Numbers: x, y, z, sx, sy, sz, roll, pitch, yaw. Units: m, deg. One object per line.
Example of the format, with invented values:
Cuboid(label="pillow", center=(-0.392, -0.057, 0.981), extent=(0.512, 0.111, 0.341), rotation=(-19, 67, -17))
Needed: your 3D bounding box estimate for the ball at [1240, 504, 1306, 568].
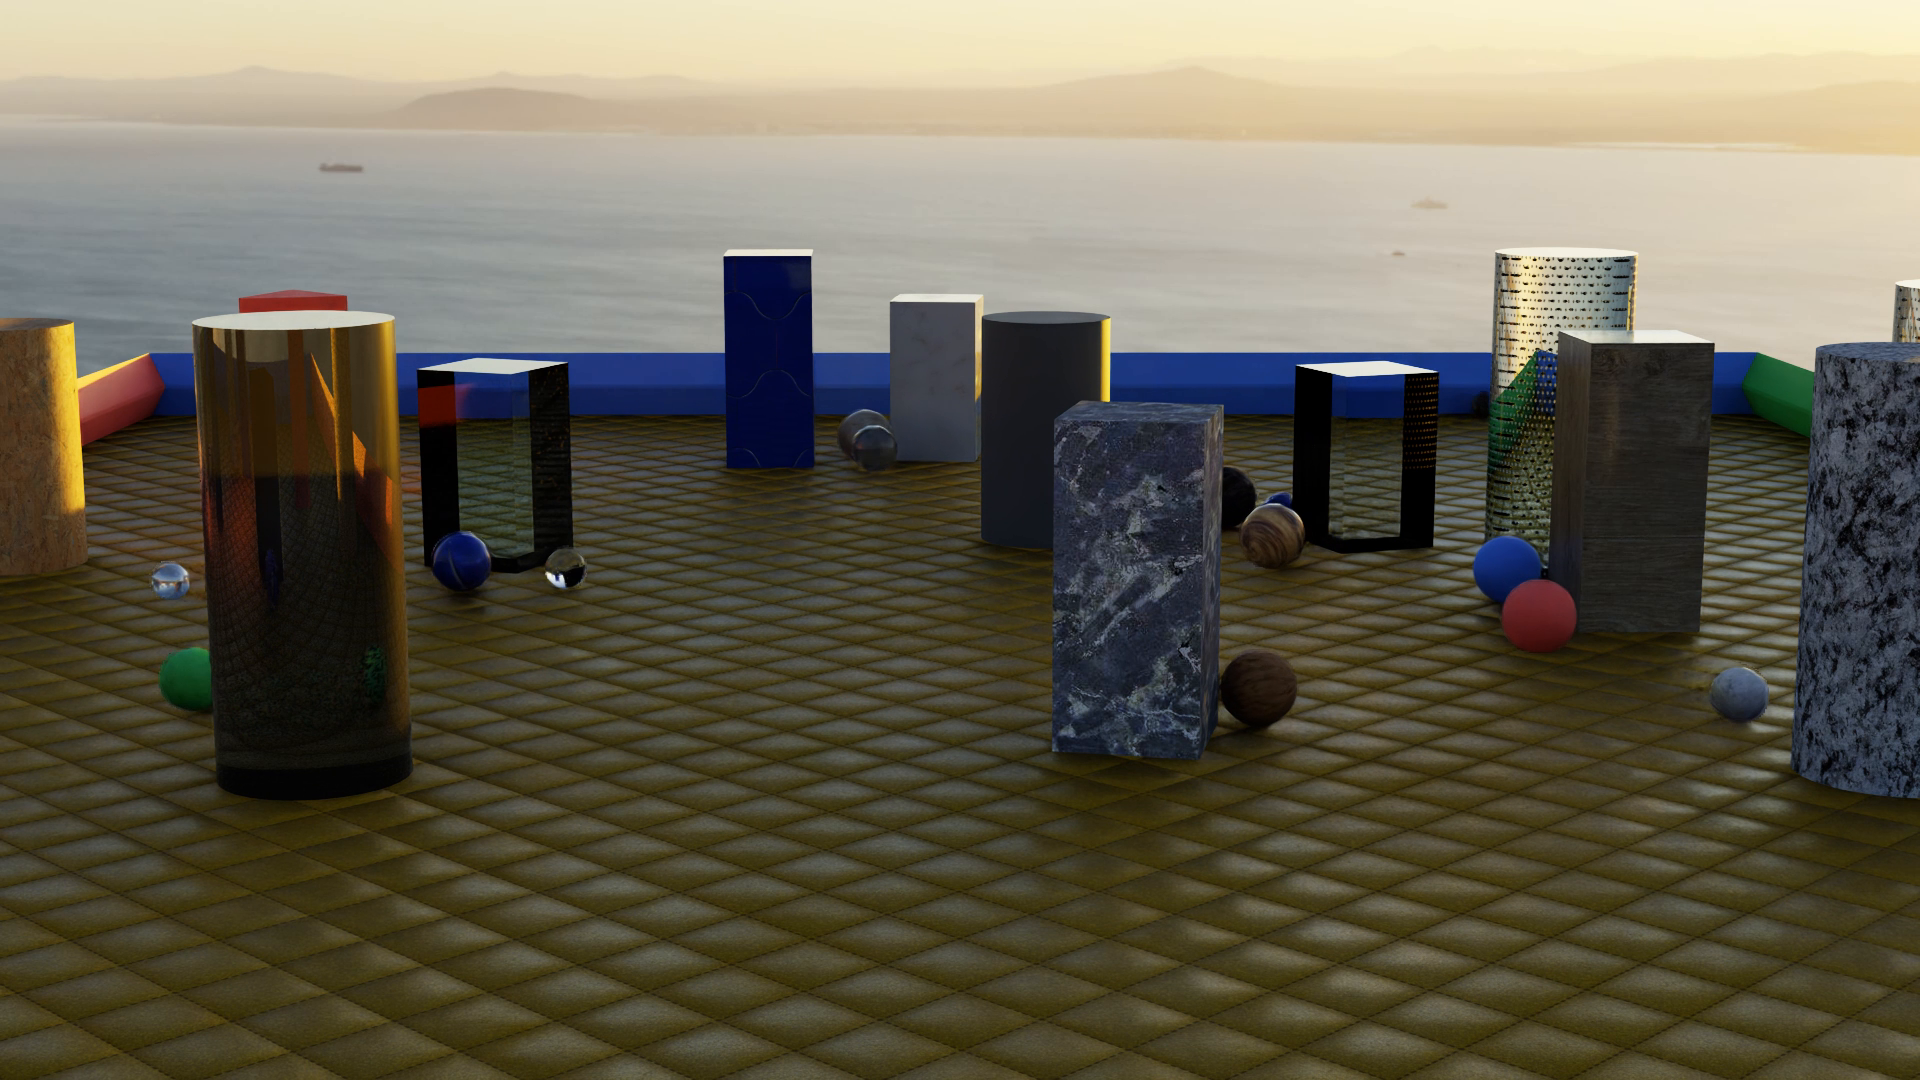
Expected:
Cuboid(label="ball", center=(0.459, -0.006, 3.761), extent=(0.095, 0.095, 0.095), rotation=(0, 10, 0))

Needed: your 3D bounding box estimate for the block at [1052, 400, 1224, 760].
Cuboid(label="block", center=(0.194, 0.039, 2.786), extent=(0.159, 0.360, 0.159), rotation=(2, 11, 13))

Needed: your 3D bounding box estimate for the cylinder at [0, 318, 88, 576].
Cuboid(label="cylinder", center=(-1.398, -0.140, 3.774), extent=(0.199, 0.354, 0.199), rotation=(0, 10, 0))

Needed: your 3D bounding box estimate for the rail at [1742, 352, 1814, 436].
Cuboid(label="rail", center=(1.672, 0.031, 3.458), extent=(0.045, 0.129, 3.995), rotation=(0, 10, 0))

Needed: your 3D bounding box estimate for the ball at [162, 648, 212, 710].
Cuboid(label="ball", center=(-0.875, 0.159, 2.931), extent=(0.072, 0.072, 0.072), rotation=(0, 10, 0))

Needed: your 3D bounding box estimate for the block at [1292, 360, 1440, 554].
Cuboid(label="block", center=(0.622, -0.130, 3.951), extent=(0.159, 0.269, 0.159), rotation=(-4, 11, -21))

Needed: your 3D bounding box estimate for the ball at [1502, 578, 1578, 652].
Cuboid(label="ball", center=(0.728, 0.095, 3.223), extent=(0.092, 0.092, 0.092), rotation=(0, 10, 0))

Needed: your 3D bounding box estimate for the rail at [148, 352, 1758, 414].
Cuboid(label="rail", center=(-0.011, -0.326, 5.390), extent=(3.391, 0.129, 0.045), rotation=(0, 10, 0))

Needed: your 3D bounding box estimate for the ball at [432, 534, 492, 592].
Cuboid(label="ball", center=(-0.697, 0.032, 3.592), extent=(0.082, 0.082, 0.082), rotation=(0, 10, 0))

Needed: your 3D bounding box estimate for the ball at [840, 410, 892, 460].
Cuboid(label="ball", center=(-0.174, -0.191, 4.749), extent=(0.099, 0.099, 0.099), rotation=(0, 10, 0))

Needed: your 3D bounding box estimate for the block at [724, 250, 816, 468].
Cuboid(label="block", center=(-0.351, -0.337, 4.748), extent=(0.159, 0.387, 0.159), rotation=(0, 10, -2))

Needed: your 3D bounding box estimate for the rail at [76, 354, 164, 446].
Cuboid(label="rail", center=(-1.672, 0.035, 3.439), extent=(0.045, 0.129, 3.995), rotation=(0, 10, 0))

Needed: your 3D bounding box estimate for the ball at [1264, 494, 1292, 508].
Cuboid(label="ball", center=(0.510, -0.047, 4.089), extent=(0.056, 0.056, 0.056), rotation=(0, 10, 0))

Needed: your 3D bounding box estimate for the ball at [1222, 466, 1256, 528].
Cuboid(label="ball", center=(0.424, -0.068, 4.088), extent=(0.097, 0.097, 0.097), rotation=(0, 10, 0))

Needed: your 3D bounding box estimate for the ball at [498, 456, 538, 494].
Cuboid(label="ball", center=(-0.761, -0.113, 4.416), extent=(0.066, 0.066, 0.066), rotation=(0, 10, 0))

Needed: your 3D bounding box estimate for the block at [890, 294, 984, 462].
Cuboid(label="block", center=(-0.043, -0.307, 4.831), extent=(0.159, 0.297, 0.159), rotation=(1, 11, 6))

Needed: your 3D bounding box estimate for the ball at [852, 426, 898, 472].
Cuboid(label="ball", center=(-0.156, -0.167, 4.659), extent=(0.084, 0.084, 0.084), rotation=(0, 10, 0))

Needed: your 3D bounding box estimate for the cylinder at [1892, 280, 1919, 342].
Cuboid(label="cylinder", center=(1.258, -0.088, 3.203), extent=(0.199, 0.459, 0.199), rotation=(0, 10, 0))

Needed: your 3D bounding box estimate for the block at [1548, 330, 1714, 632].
Cuboid(label="block", center=(0.881, -0.080, 3.383), extent=(0.159, 0.377, 0.159), rotation=(0, 10, -2))

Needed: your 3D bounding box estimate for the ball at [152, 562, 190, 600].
Cuboid(label="ball", center=(-1.088, 0.057, 3.539), extent=(0.051, 0.051, 0.051), rotation=(0, 10, 0))

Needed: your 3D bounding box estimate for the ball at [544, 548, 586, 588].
Cuboid(label="ball", center=(-0.556, 0.040, 3.614), extent=(0.057, 0.057, 0.057), rotation=(0, 10, 0))

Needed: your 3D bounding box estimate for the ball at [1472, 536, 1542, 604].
Cuboid(label="ball", center=(0.750, 0.041, 3.515), extent=(0.092, 0.092, 0.092), rotation=(0, 10, 0))

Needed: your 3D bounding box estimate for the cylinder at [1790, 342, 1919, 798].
Cuboid(label="cylinder", center=(0.972, 0.026, 2.641), extent=(0.199, 0.440, 0.199), rotation=(0, 10, 0))

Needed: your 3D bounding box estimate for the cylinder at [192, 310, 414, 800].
Cuboid(label="cylinder", center=(-0.671, 0.011, 2.629), extent=(0.199, 0.473, 0.199), rotation=(0, 10, 0))

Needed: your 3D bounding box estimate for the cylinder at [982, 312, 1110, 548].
Cuboid(label="cylinder", center=(0.132, -0.174, 3.981), extent=(0.199, 0.344, 0.199), rotation=(0, 10, 0))

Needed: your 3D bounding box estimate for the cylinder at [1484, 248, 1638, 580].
Cuboid(label="cylinder", center=(0.861, -0.180, 3.685), extent=(0.199, 0.465, 0.199), rotation=(0, 10, 0))

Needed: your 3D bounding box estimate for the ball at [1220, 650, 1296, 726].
Cuboid(label="ball", center=(0.333, 0.165, 2.862), extent=(0.085, 0.085, 0.085), rotation=(0, 10, 0))

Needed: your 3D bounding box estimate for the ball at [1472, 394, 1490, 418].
Cuboid(label="ball", center=(1.097, -0.282, 5.377), extent=(0.050, 0.050, 0.050), rotation=(0, 10, 0))

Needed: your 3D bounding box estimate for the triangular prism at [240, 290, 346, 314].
Cuboid(label="triangular prism", center=(-1.133, -0.249, 4.389), extent=(0.172, 0.345, 0.149), rotation=(-3, 11, -15))

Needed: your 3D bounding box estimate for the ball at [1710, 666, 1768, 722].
Cuboid(label="ball", center=(0.875, 0.173, 2.881), extent=(0.062, 0.062, 0.062), rotation=(0, 10, 0))

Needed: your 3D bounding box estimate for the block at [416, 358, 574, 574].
Cuboid(label="block", center=(-0.686, -0.113, 3.799), extent=(0.159, 0.291, 0.159), rotation=(4, 11, 22))
